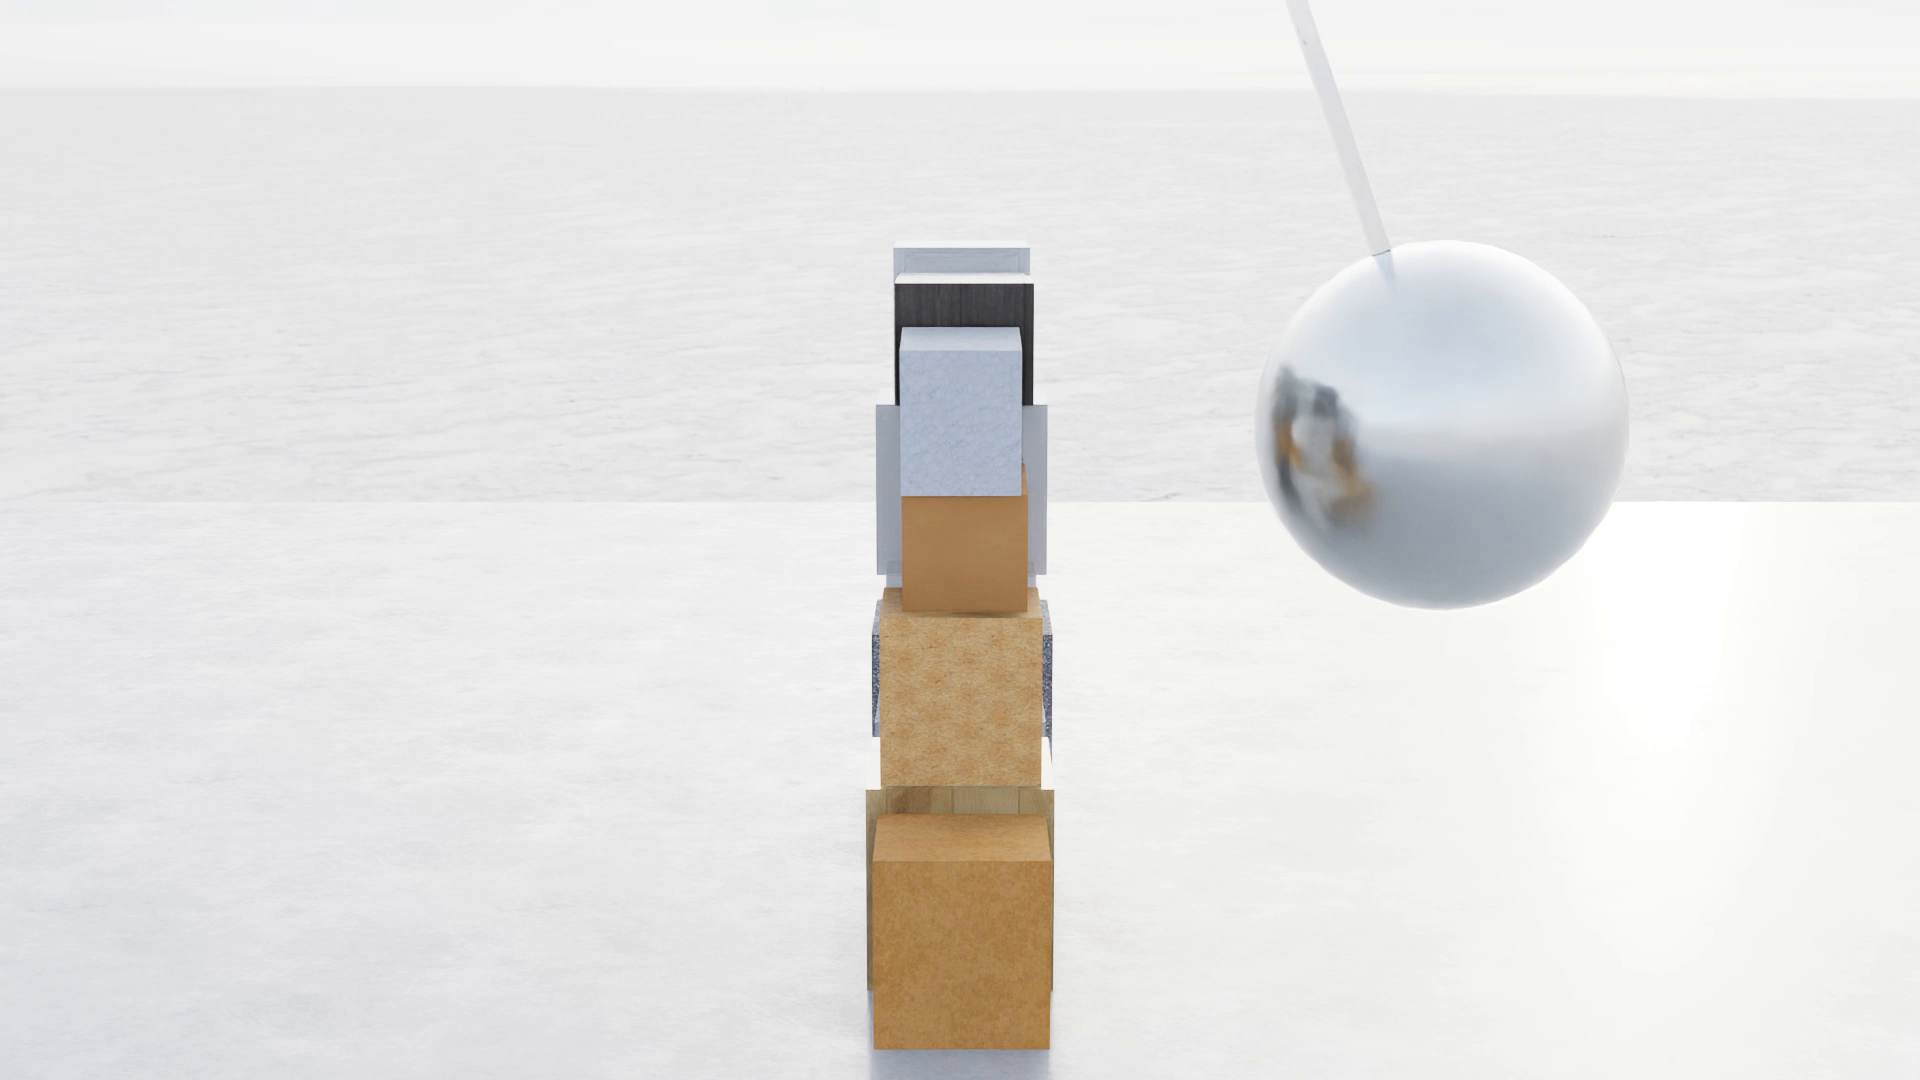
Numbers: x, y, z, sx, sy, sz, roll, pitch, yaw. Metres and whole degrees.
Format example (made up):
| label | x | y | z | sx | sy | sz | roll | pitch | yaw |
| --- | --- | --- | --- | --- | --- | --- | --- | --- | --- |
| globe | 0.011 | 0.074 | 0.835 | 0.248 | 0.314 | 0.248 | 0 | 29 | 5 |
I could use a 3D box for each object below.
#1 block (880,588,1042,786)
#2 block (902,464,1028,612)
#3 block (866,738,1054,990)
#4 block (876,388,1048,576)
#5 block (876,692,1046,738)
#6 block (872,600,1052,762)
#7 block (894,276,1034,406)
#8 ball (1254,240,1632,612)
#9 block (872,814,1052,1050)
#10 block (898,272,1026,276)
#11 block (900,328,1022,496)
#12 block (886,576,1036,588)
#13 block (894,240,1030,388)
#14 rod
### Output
| label | x | y | z | sx | sy | sz | roll | pitch | yaw |
| --- | --- | --- | --- | --- | --- | --- | --- | --- | --- |
| block | 0.004 | 0.567 | 10.089 | 0.620 | 0.659 | 0.593 | 0 | 10 | 0 |
| block | 0.018 | -0.015 | 10.043 | 0.480 | 0.463 | 0.525 | 0 | 15 | 0 |
| block | 0.000 | 1.281 | 10.264 | 0.723 | 0.808 | 0.781 | 0 | 10 | 0 |
| block | 0.006 | -0.250 | 10.624 | 0.688 | 0.694 | 0.625 | 0 | 9 | 0 |
| block | 0.001 | 1.081 | 11.639 | 0.746 | 0.708 | 0.720 | 0 | 10 | 0 |
| block | 0.010 | 0.828 | 12.385 | 0.842 | 0.939 | 0.818 | 0 | 10 | 0 |
| block | 0.017 | -0.815 | 10.417 | 0.550 | 0.486 | 0.496 | 0 | 9 | 0 |
| ball | 2.074 | -0.493 | 11.091 | 1.600 | 1.600 | 1.600 | 0 | 10 | 0 |
| block | 0.007 | 1.452 | 9.583 | 0.642 | 0.714 | 0.600 | 0 | 10 | 0 |
| block | 0.008 | -0.884 | 10.890 | 0.537 | 0.472 | 0.458 | 0 | 9 | 0 |
| block | 0.003 | -0.500 | 9.881 | 0.457 | 0.559 | 0.495 | 0 | 15 | 0 |
| block | 0.005 | 0.444 | 10.681 | 0.607 | 0.696 | 0.583 | 0 | 9 | 0 |
| block | 0.008 | -1.057 | 12.060 | 0.622 | 0.666 | 0.707 | 0 | 9 | 0 |
| rod | 0.899 | -3.632 | 10.520 | 0.080 | 5.200 | 0.080 | -20 | 10 | 4 |
